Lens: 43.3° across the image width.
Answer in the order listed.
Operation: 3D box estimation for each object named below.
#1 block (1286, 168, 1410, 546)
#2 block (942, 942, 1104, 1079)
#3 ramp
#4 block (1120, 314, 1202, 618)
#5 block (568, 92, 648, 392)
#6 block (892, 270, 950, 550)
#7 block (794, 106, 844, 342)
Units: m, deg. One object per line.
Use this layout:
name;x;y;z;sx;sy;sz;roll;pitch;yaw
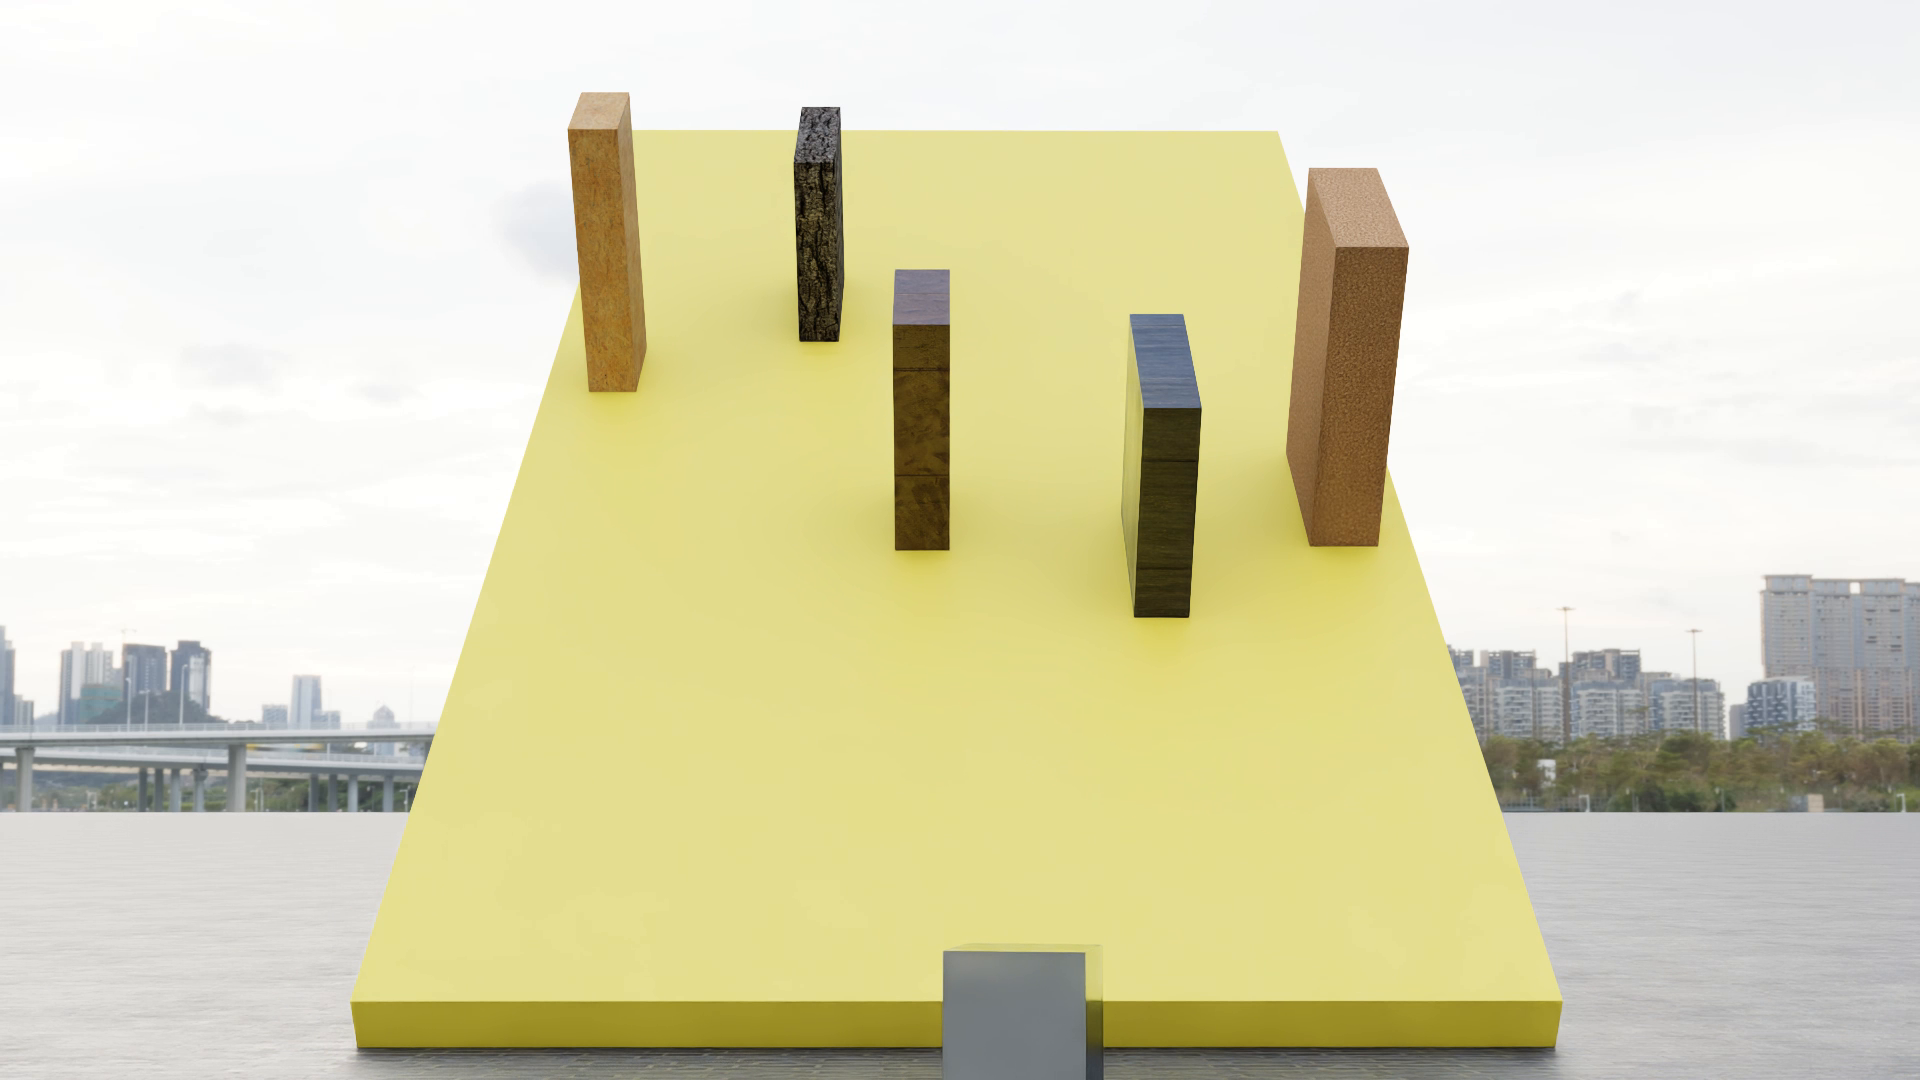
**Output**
block;0.836;-0.400;5.279;0.149;0.706;0.433;0;30;0
block;0.092;0.679;3.436;0.200;0.200;0.200;-1;-6;10
ramp;-0.013;-0.207;5.742;2.000;0.100;4.000;0;30;0
block;0.418;-0.160;5.082;0.115;0.488;0.436;0;30;0
block;-0.846;-0.715;5.837;0.115;0.675;0.247;0;30;0
block;-0.081;-0.280;5.233;0.119;0.540;0.278;0;30;0
block;-0.358;-0.811;6.194;0.101;0.483;0.390;0;30;0
